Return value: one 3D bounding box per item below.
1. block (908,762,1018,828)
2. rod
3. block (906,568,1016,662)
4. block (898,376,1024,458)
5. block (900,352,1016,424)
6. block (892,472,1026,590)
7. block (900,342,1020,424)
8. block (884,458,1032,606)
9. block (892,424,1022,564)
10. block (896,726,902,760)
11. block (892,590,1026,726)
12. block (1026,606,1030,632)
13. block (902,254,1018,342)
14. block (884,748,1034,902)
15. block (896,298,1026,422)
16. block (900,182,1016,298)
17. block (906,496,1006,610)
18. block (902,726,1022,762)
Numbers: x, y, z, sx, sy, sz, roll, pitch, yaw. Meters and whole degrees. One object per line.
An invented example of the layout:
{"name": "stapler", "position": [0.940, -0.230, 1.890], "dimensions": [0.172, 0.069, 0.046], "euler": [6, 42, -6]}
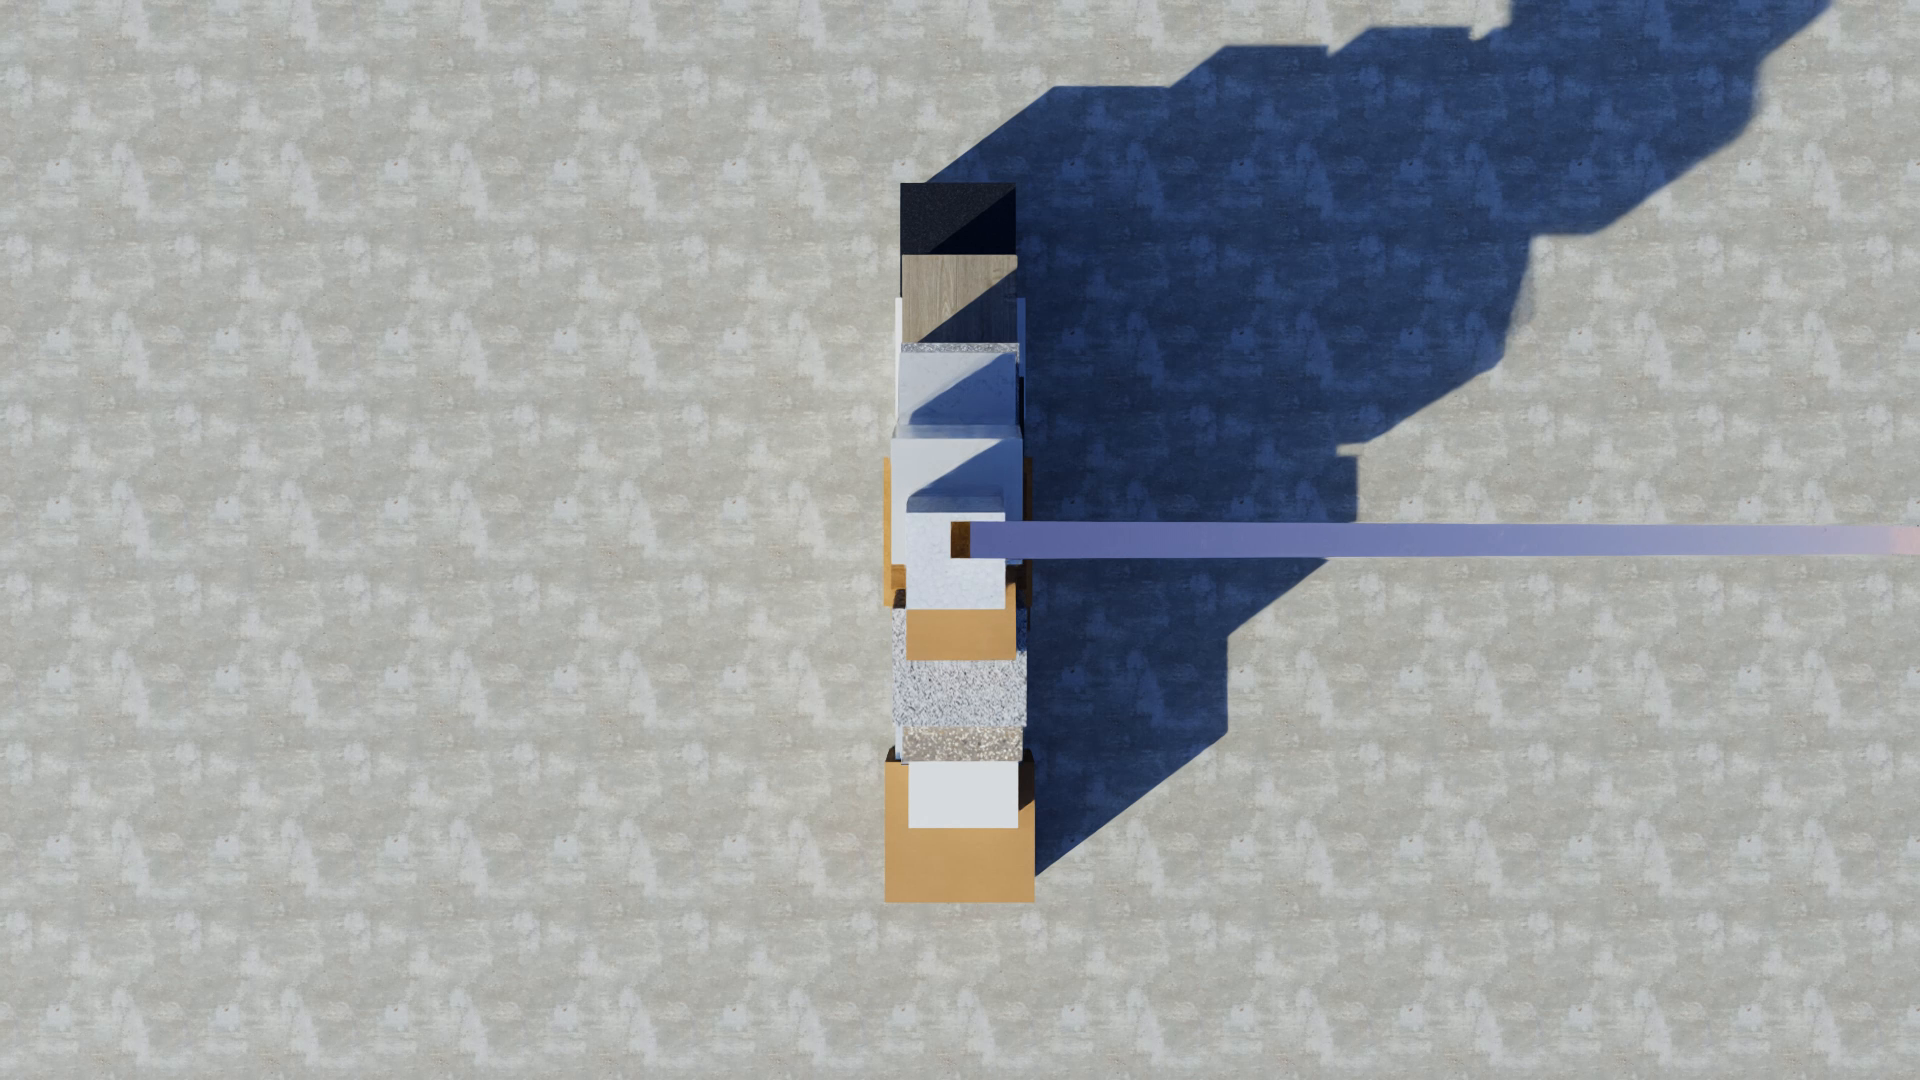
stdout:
{"name": "block", "position": [0.019, 1.275, 11.928], "dimensions": [0.578, 0.583, 0.497], "euler": [0, 90, 0]}
{"name": "rod", "position": [2.212, 0.000, 6.042], "dimensions": [5.200, 0.080, 0.080], "euler": [0, 90, -32]}
{"name": "block", "position": [0.005, 0.336, 9.808], "dimensions": [0.477, 0.446, 0.401], "euler": [0, 86, 0]}
{"name": "block", "position": [0.006, -0.542, 12.034], "dimensions": [0.671, 0.575, 0.662], "euler": [0, 90, 0]}
{"name": "block", "position": [-0.013, -0.591, 10.384], "dimensions": [0.534, 0.579, 0.470], "euler": [0, 82, 0]}
{"name": "block", "position": [-0.005, -0.041, 10.387], "dimensions": [0.623, 0.526, 0.537], "euler": [0, 90, 0]}
{"name": "block", "position": [0.000, -0.706, 11.464], "dimensions": [0.602, 0.564, 0.593], "euler": [0, 90, 0]}
{"name": "block", "position": [-0.010, -0.040, 11.079], "dimensions": [0.722, 0.858, 0.721], "euler": [0, 90, 0]}
{"name": "block", "position": [-0.013, -0.211, 9.804], "dimensions": [0.568, 0.560, 0.548], "euler": [0, 99, 0]}
{"name": "block", "position": [-0.007, 0.902, 12.634], "dimensions": [0.705, 0.732, 0.647], "euler": [0, 90, 0]}
{"name": "block", "position": [-0.002, 0.548, 10.370], "dimensions": [0.615, 0.611, 0.550], "euler": [0, 97, 0]}
{"name": "block", "position": [0.018, 0.139, 11.887], "dimensions": [0.698, 0.757, 0.679], "euler": [0, 90, 0]}
{"name": "block", "position": [-0.002, -1.203, 12.063], "dimensions": [0.614, 0.632, 0.640], "euler": [0, 90, 0]}
{"name": "block", "position": [-0.001, 1.625, 12.610], "dimensions": [0.833, 0.780, 0.780], "euler": [0, 90, 0]}
{"name": "block", "position": [0.003, -1.023, 12.689], "dimensions": [0.732, 0.621, 0.681], "euler": [0, 90, 0]}
{"name": "block", "position": [-0.011, -1.694, 12.700], "dimensions": [0.652, 0.599, 0.642], "euler": [0, 90, 0]}
{"name": "block", "position": [-0.019, 0.052, 9.365], "dimensions": [0.414, 0.385, 0.411], "euler": [0, 101, 0]}
{"name": "block", "position": [0.012, 0.726, 11.277], "dimensions": [0.602, 0.563, 0.671], "euler": [0, 103, 0]}
